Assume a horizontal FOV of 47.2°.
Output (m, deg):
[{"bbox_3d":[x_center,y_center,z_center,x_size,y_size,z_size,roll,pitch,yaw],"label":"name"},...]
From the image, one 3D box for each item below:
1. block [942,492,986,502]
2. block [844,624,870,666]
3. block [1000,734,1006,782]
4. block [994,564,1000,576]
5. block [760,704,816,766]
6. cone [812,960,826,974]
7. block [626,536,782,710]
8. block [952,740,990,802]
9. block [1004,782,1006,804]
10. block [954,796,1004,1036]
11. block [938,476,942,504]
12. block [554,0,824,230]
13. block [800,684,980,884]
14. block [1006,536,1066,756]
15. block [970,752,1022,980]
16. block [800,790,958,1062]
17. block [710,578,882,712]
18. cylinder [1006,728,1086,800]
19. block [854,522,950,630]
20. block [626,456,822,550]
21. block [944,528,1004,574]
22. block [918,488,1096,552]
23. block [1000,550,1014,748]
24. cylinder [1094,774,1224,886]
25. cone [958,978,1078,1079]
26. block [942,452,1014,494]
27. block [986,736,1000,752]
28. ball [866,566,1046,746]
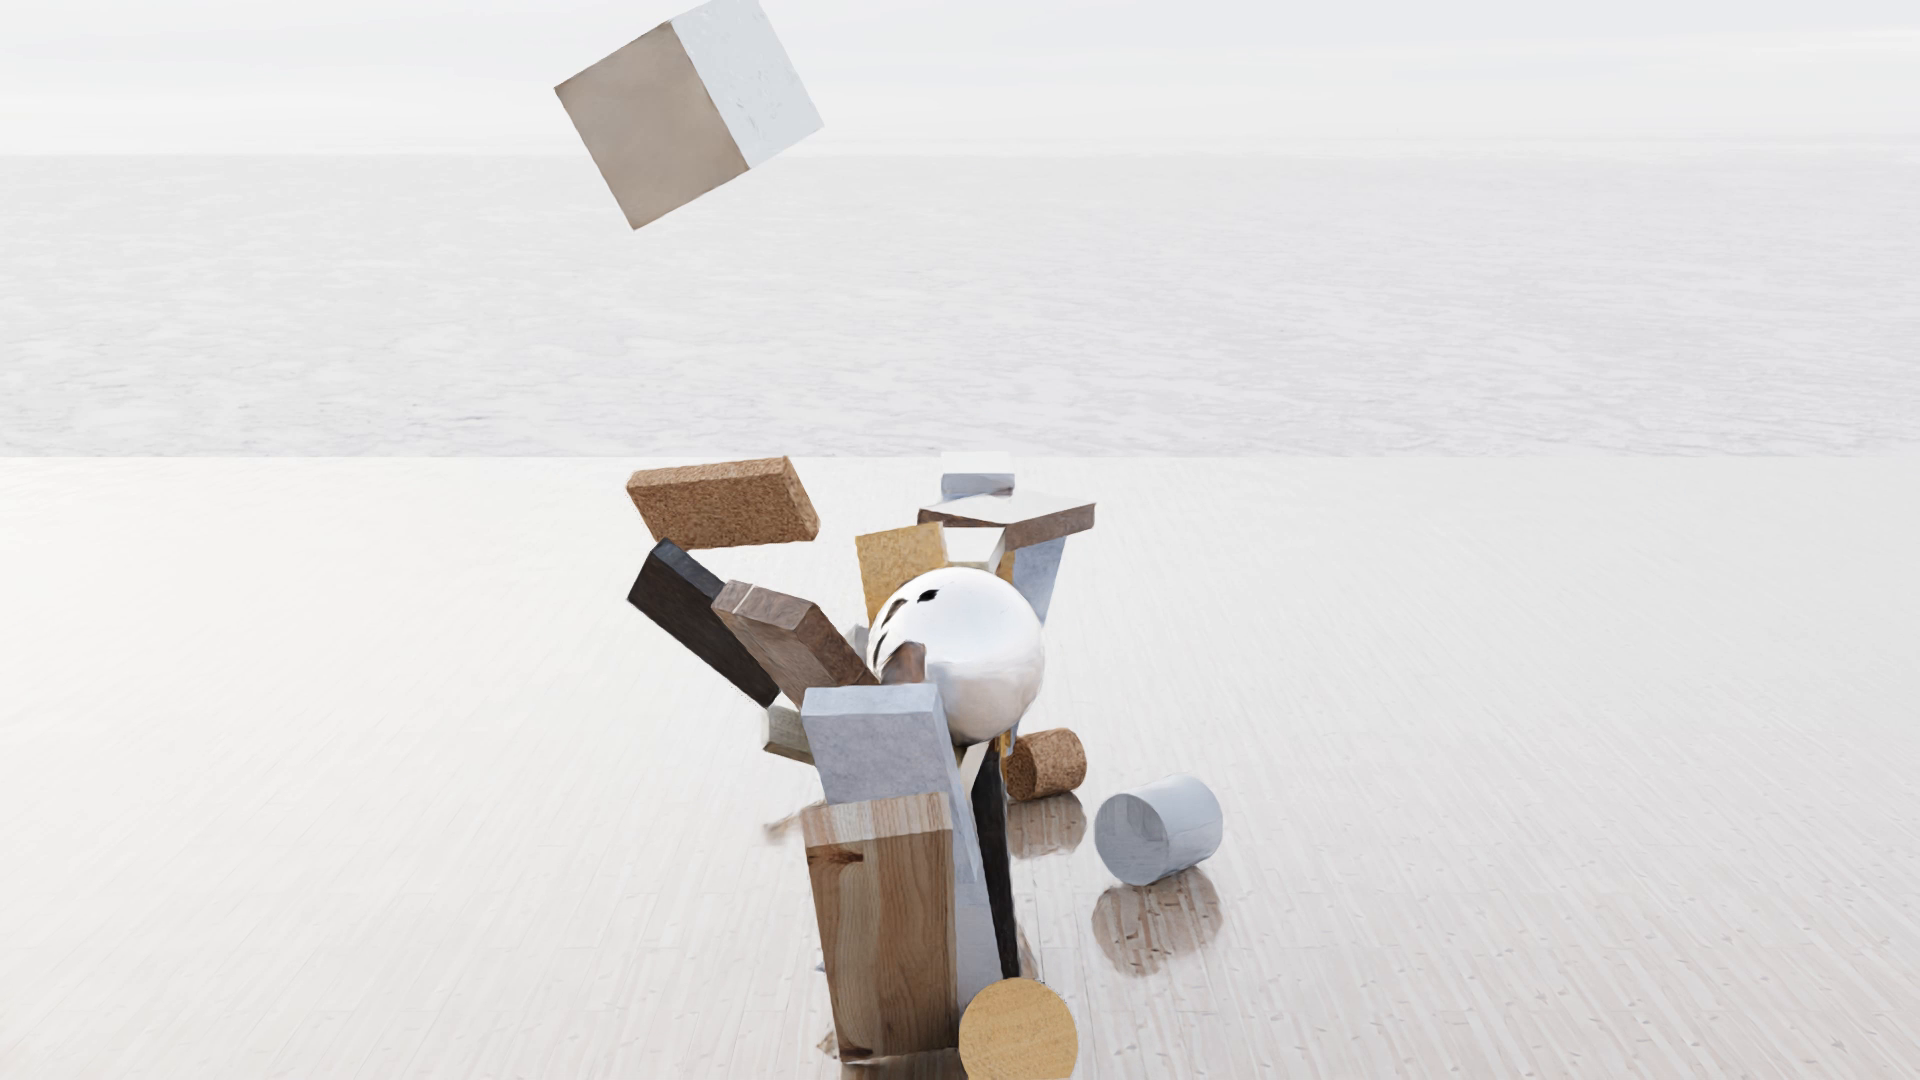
[{"bbox_3d":[0.030,0.040,4.109,0.132,0.265,0.037,1,9,-5],"label":"block"},{"bbox_3d":[-0.183,0.273,4.325,0.132,0.132,0.132,22,45,-22],"label":"block"},{"bbox_3d":[0.003,0.325,3.489,0.137,0.039,0.274,0,11,0],"label":"block"},{"bbox_3d":[-0.005,0.166,3.480,0.138,0.275,0.039,0,7,0],"label":"block"},{"bbox_3d":[-0.290,0.393,4.306,0.206,0.029,0.103,20,37,-23],"label":"block"},{"bbox_3d":[-0.159,0.613,3.206,0.122,0.122,0.122,-9,13,-23],"label":"cone"},{"bbox_3d":[-0.340,0.117,3.060,0.252,0.126,0.036,38,48,3],"label":"block"},{"bbox_3d":[-0.060,0.301,3.070,0.175,0.049,0.349,-8,13,10],"label":"block"},{"bbox_3d":[0.003,0.496,3.428,0.137,0.274,0.039,0,11,0],"label":"block"},{"bbox_3d":[-0.046,0.517,3.028,0.175,0.349,0.049,-11,15,-4],"label":"block"},{"bbox_3d":[0.026,0.008,4.275,0.132,0.265,0.037,-3,13,-11],"label":"block"},{"bbox_3d":[-0.366,-0.589,2.996,0.216,0.216,0.216,-21,14,33],"label":"block"},{"bbox_3d":[-0.083,0.310,2.752,0.162,0.325,0.046,-3,43,11],"label":"block"},{"bbox_3d":[0.060,0.170,4.038,0.171,0.420,0.049,16,-6,-9],"label":"block"},{"bbox_3d":[-0.013,0.490,3.208,0.175,0.349,0.049,-5,11,4],"label":"block"},{"bbox_3d":[-0.088,0.495,2.712,0.162,0.046,0.724,-7,-31,-4],"label":"block"},{"bbox_3d":[-0.174,0.183,2.846,0.162,0.325,0.046,13,59,43],"label":"block"},{"bbox_3d":[0.157,0.428,4.209,0.121,0.121,0.121,-8,13,-36],"label":"cylinder"},{"bbox_3d":[-0.069,0.108,3.211,0.126,0.252,0.036,-10,-3,11],"label":"block"},{"bbox_3d":[-0.334,-0.049,3.105,0.252,0.126,0.036,-4,41,25],"label":"block"},{"bbox_3d":[-0.013,0.025,3.378,0.138,0.039,0.275,1,11,6],"label":"block"},{"bbox_3d":[0.085,-0.038,3.866,0.171,0.049,0.343,11,12,28],"label":"block"},{"bbox_3d":[0.003,0.181,3.765,0.171,0.343,0.049,1,10,1],"label":"block"},{"bbox_3d":[0.340,0.493,3.758,0.158,0.158,0.158,9,14,41],"label":"cylinder"},{"bbox_3d":[0.052,0.683,2.962,0.166,0.166,0.166,-4,-15,-20],"label":"cone"},{"bbox_3d":[0.032,-0.130,4.184,0.132,0.037,0.265,0,11,-1],"label":"block"},{"bbox_3d":[-0.009,0.301,3.320,0.138,0.482,0.039,0,9,2],"label":"block"},{"bbox_3d":[-0.004,0.158,2.978,0.244,0.244,0.244,0,11,0],"label":"ball"}]
